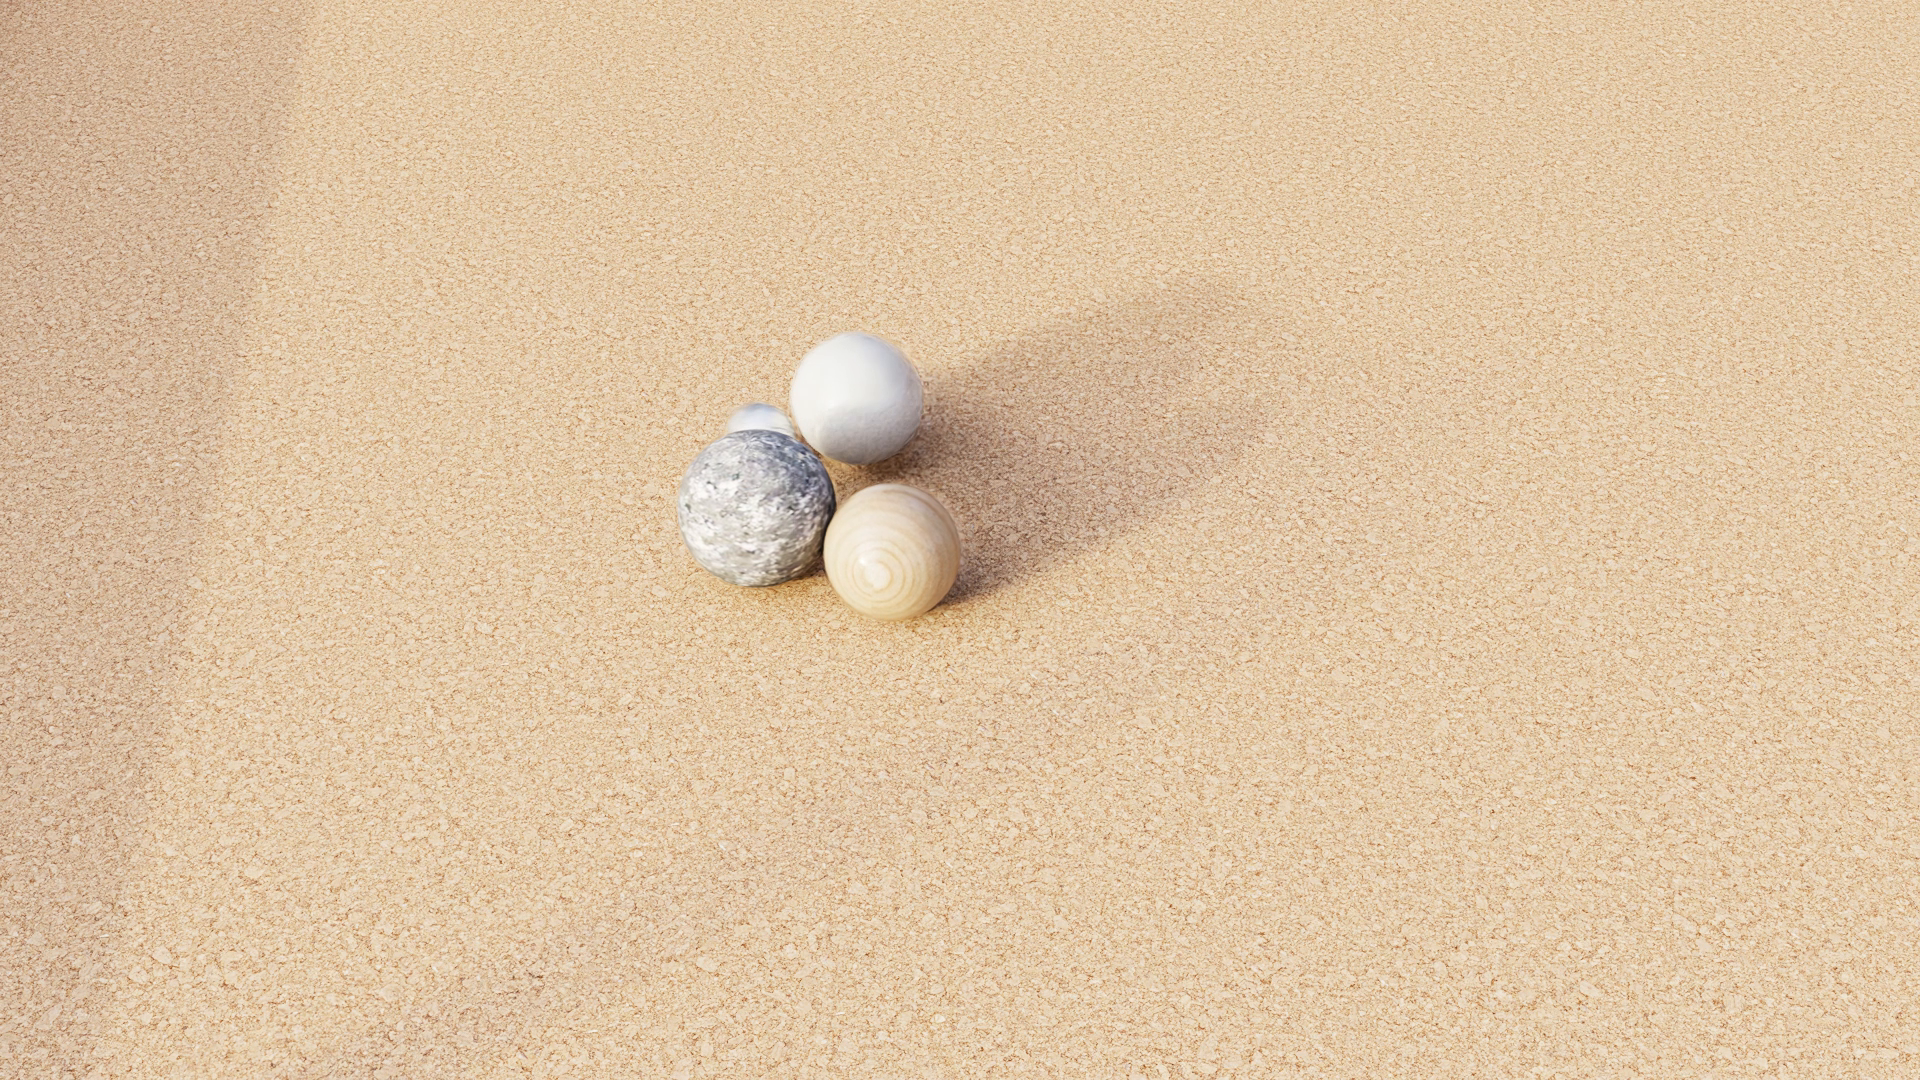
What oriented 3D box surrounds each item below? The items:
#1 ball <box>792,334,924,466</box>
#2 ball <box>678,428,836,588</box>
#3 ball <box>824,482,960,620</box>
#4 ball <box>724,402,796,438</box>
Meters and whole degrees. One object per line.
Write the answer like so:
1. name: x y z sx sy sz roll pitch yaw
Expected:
1. ball: -0.067 -0.092 1.670 0.086 0.086 0.086 0 36 0
2. ball: -0.124 -0.019 1.563 0.097 0.097 0.097 0 36 0
3. ball: -0.041 0.007 1.539 0.083 0.083 0.083 0 36 0
4. ball: -0.130 -0.066 1.669 0.046 0.046 0.046 0 36 0
